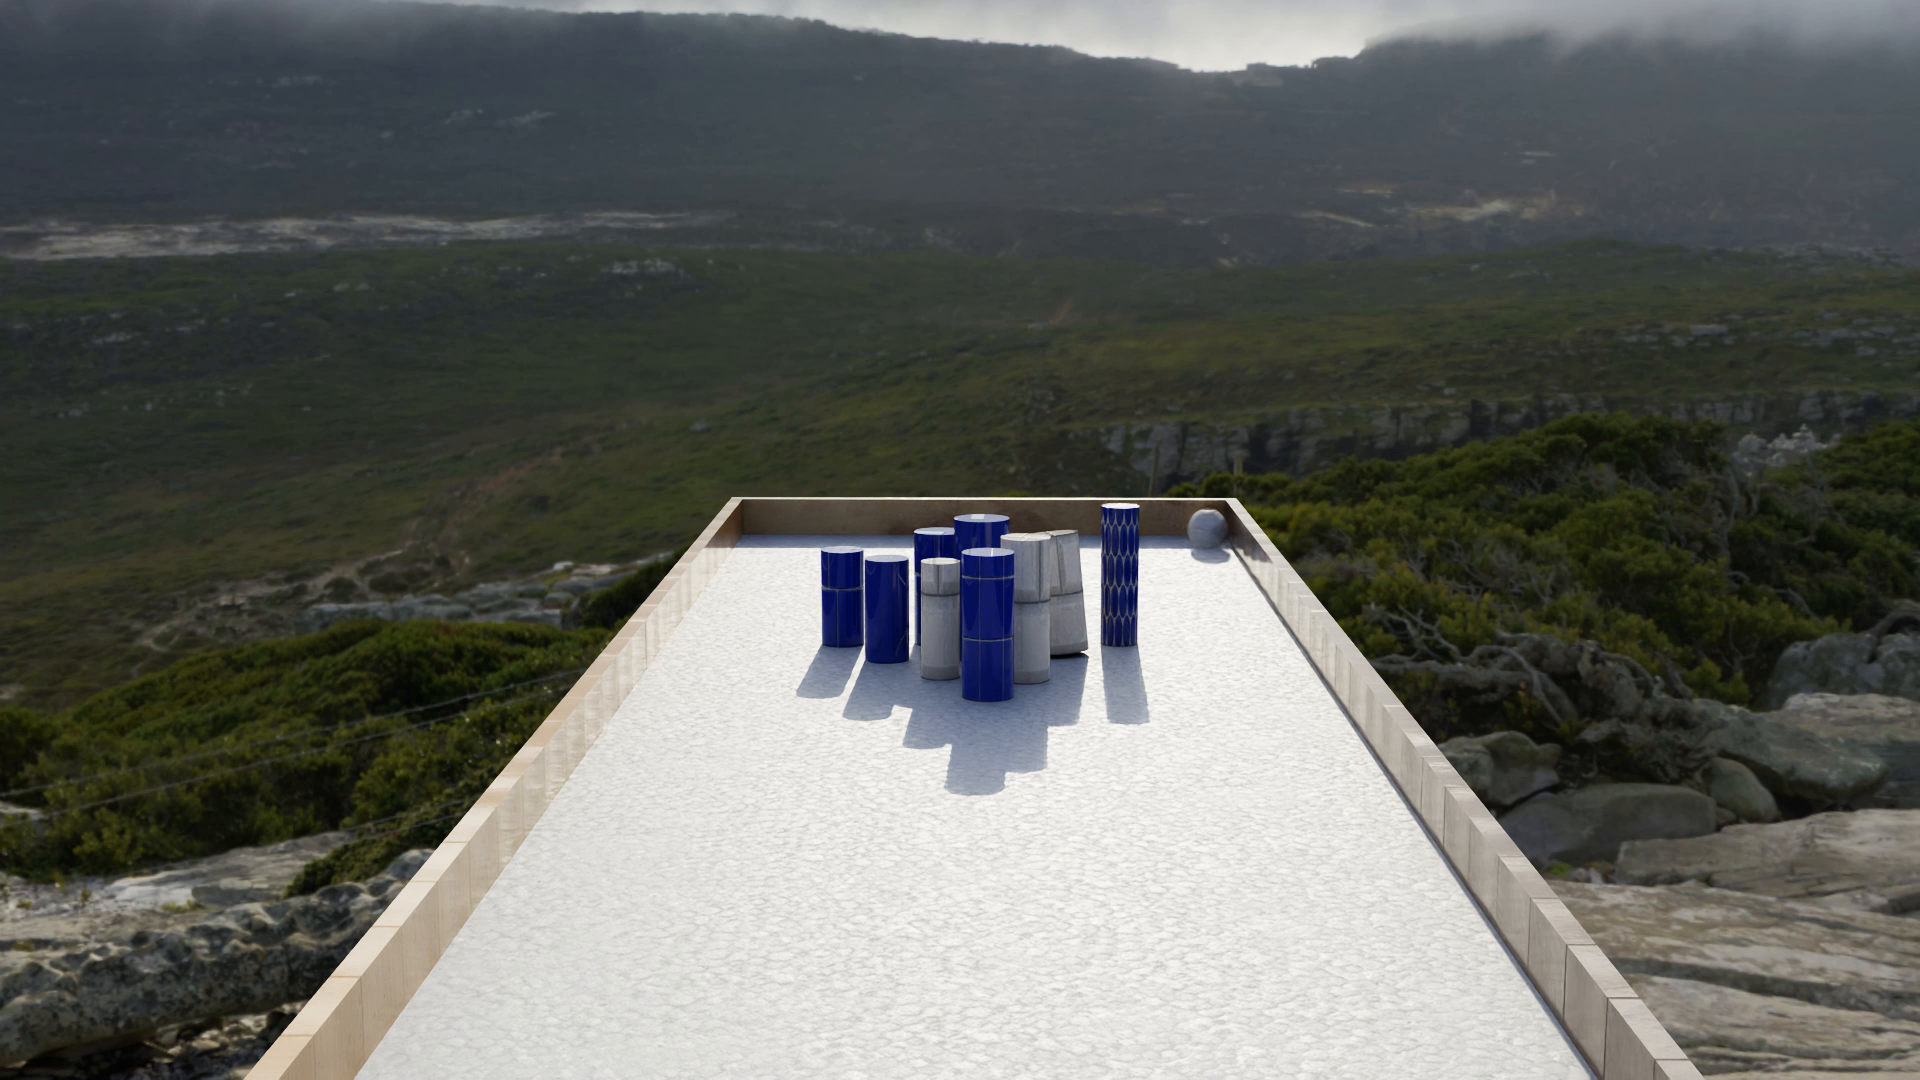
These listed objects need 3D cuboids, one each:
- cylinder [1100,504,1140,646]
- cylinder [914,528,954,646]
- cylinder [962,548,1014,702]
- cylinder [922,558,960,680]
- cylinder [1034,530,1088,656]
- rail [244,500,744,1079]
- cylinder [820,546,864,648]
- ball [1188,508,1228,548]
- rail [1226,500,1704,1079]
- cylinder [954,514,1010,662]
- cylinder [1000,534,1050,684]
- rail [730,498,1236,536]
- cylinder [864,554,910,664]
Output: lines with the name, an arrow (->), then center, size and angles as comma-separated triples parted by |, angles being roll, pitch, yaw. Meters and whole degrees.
cylinder -> 0.502, 0.110, 6.918 | 0.119, 0.438, 0.119 | 0, 9, 0
cylinder -> -0.066, 0.148, 6.934 | 0.158, 0.357, 0.158 | 0, 9, 0
cylinder -> 0.078, 0.238, 6.185 | 0.147, 0.414, 0.147 | 0, 9, 0
cylinder -> -0.057, 0.232, 6.445 | 0.114, 0.345, 0.114 | 0, 9, 0
cylinder -> 0.297, 0.161, 6.773 | 0.167, 0.366, 0.167 | -5, 5, 0
rail -> -1.004, 0.839, 3.234 | 0.050, 0.150, 12.000 | 0, 9, 1
cylinder -> -0.369, 0.178, 6.923 | 0.136, 0.301, 0.136 | 0, 9, 0
ball -> 0.990, -0.045, 8.777 | 0.162, 0.162, 0.162 | 0, 9, 0
rail -> 1.046, 0.843, 3.208 | 0.050, 0.150, 12.000 | 0, 9, 1
cylinder -> 0.066, 0.147, 6.703 | 0.169, 0.432, 0.169 | 0, 9, 0
cylinder -> 0.190, 0.199, 6.406 | 0.146, 0.421, 0.146 | 0, 9, 0
rail -> 0.099, -0.098, 9.147 | 2.100, 0.150, 0.050 | 0, 9, 1
cylinder -> -0.222, 0.209, 6.689 | 0.136, 0.313, 0.136 | 0, 9, 0
